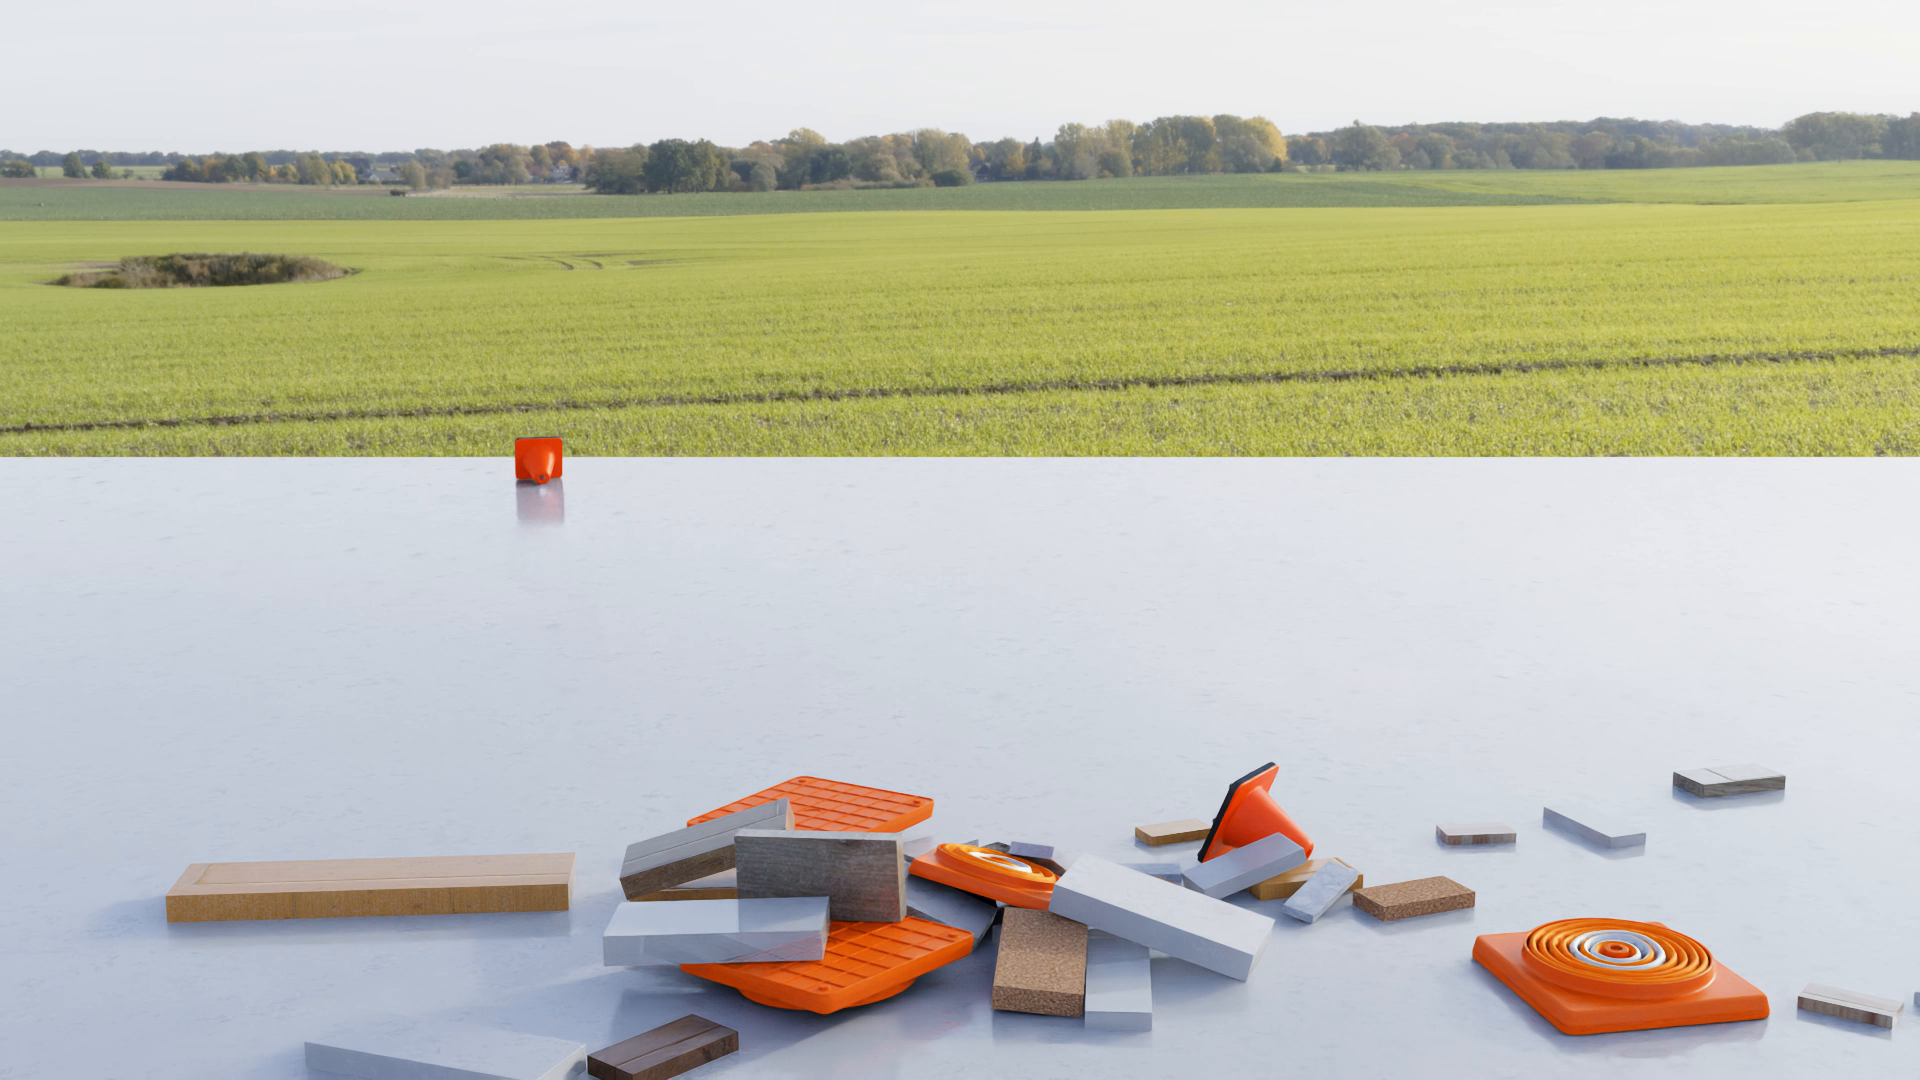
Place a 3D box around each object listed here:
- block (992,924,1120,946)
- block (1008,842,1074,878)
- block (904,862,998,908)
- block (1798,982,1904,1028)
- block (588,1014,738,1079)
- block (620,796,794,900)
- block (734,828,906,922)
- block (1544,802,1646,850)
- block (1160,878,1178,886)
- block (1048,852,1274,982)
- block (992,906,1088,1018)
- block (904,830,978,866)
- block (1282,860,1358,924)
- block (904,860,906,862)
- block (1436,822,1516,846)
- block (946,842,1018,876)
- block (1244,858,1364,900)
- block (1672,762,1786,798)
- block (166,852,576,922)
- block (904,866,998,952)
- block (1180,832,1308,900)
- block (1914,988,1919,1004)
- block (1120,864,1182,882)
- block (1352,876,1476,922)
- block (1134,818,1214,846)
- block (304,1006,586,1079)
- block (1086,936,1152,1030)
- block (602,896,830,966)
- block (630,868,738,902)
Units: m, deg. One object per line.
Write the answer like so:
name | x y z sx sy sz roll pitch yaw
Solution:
block | 0.157 0.615 3.458 0.192 0.027 0.096 -7 12 -32
block | 0.144 0.538 3.687 0.076 0.022 0.152 4 -19 23
block | -0.041 0.565 3.561 0.192 0.027 0.096 13 17 -12
block | 1.286 0.672 3.177 0.131 0.018 0.065 7 13 35
block | -0.404 0.700 3.004 0.094 0.027 0.189 9 14 41
block | -0.410 0.502 3.587 0.279 0.040 0.140 -17 14 1
block | -0.215 0.517 3.391 0.260 0.130 0.037 0 10 14
block | 1.152 0.518 3.997 0.076 0.022 0.195 -4 11 -21
block | 0.308 0.576 3.658 0.102 0.014 0.051 4 5 -30
block | 0.312 0.580 3.398 0.320 0.045 0.160 18 15 16
block | 0.122 0.626 3.279 0.130 0.037 0.260 5 16 4
block | -0.048 0.543 3.863 0.152 0.022 0.076 -10 14 -43
block | 0.592 0.577 3.608 0.054 0.015 0.177 17 26 29
block | -0.216 0.550 3.610 0.279 0.040 0.140 10 10 -13
block | 0.928 0.528 3.954 0.127 0.018 0.063 -1 11 -6
block | 0.043 0.553 3.818 0.127 0.018 0.063 -10 14 -43
block | 0.572 0.570 3.703 0.188 0.027 0.094 -3 11 -17
block | 1.491 0.466 4.264 0.188 0.027 0.094 -4 11 -18
block | -0.964 0.573 3.636 0.638 0.045 0.160 -1 11 -5
block | -0.046 0.573 3.460 0.192 0.027 0.096 24 26 10
block | 0.475 0.548 3.680 0.188 0.027 0.094 -20 15 -14
block | 1.461 0.670 3.188 0.131 0.018 0.065 9 14 40
block | 0.321 0.568 3.748 0.109 0.015 0.054 0 11 1
block | 0.745 0.588 3.610 0.178 0.025 0.089 -5 11 -23
block | 0.387 0.526 3.962 0.127 0.018 0.063 -5 11 -24
block | -0.698 0.699 2.981 0.360 0.037 0.130 4 11 21
block | 0.234 0.653 3.254 0.095 0.027 0.292 1 11 4
block | -0.359 0.582 3.278 0.319 0.045 0.160 -2 8 1
block | -0.402 0.574 3.645 0.279 0.040 0.139 -1 11 -4
